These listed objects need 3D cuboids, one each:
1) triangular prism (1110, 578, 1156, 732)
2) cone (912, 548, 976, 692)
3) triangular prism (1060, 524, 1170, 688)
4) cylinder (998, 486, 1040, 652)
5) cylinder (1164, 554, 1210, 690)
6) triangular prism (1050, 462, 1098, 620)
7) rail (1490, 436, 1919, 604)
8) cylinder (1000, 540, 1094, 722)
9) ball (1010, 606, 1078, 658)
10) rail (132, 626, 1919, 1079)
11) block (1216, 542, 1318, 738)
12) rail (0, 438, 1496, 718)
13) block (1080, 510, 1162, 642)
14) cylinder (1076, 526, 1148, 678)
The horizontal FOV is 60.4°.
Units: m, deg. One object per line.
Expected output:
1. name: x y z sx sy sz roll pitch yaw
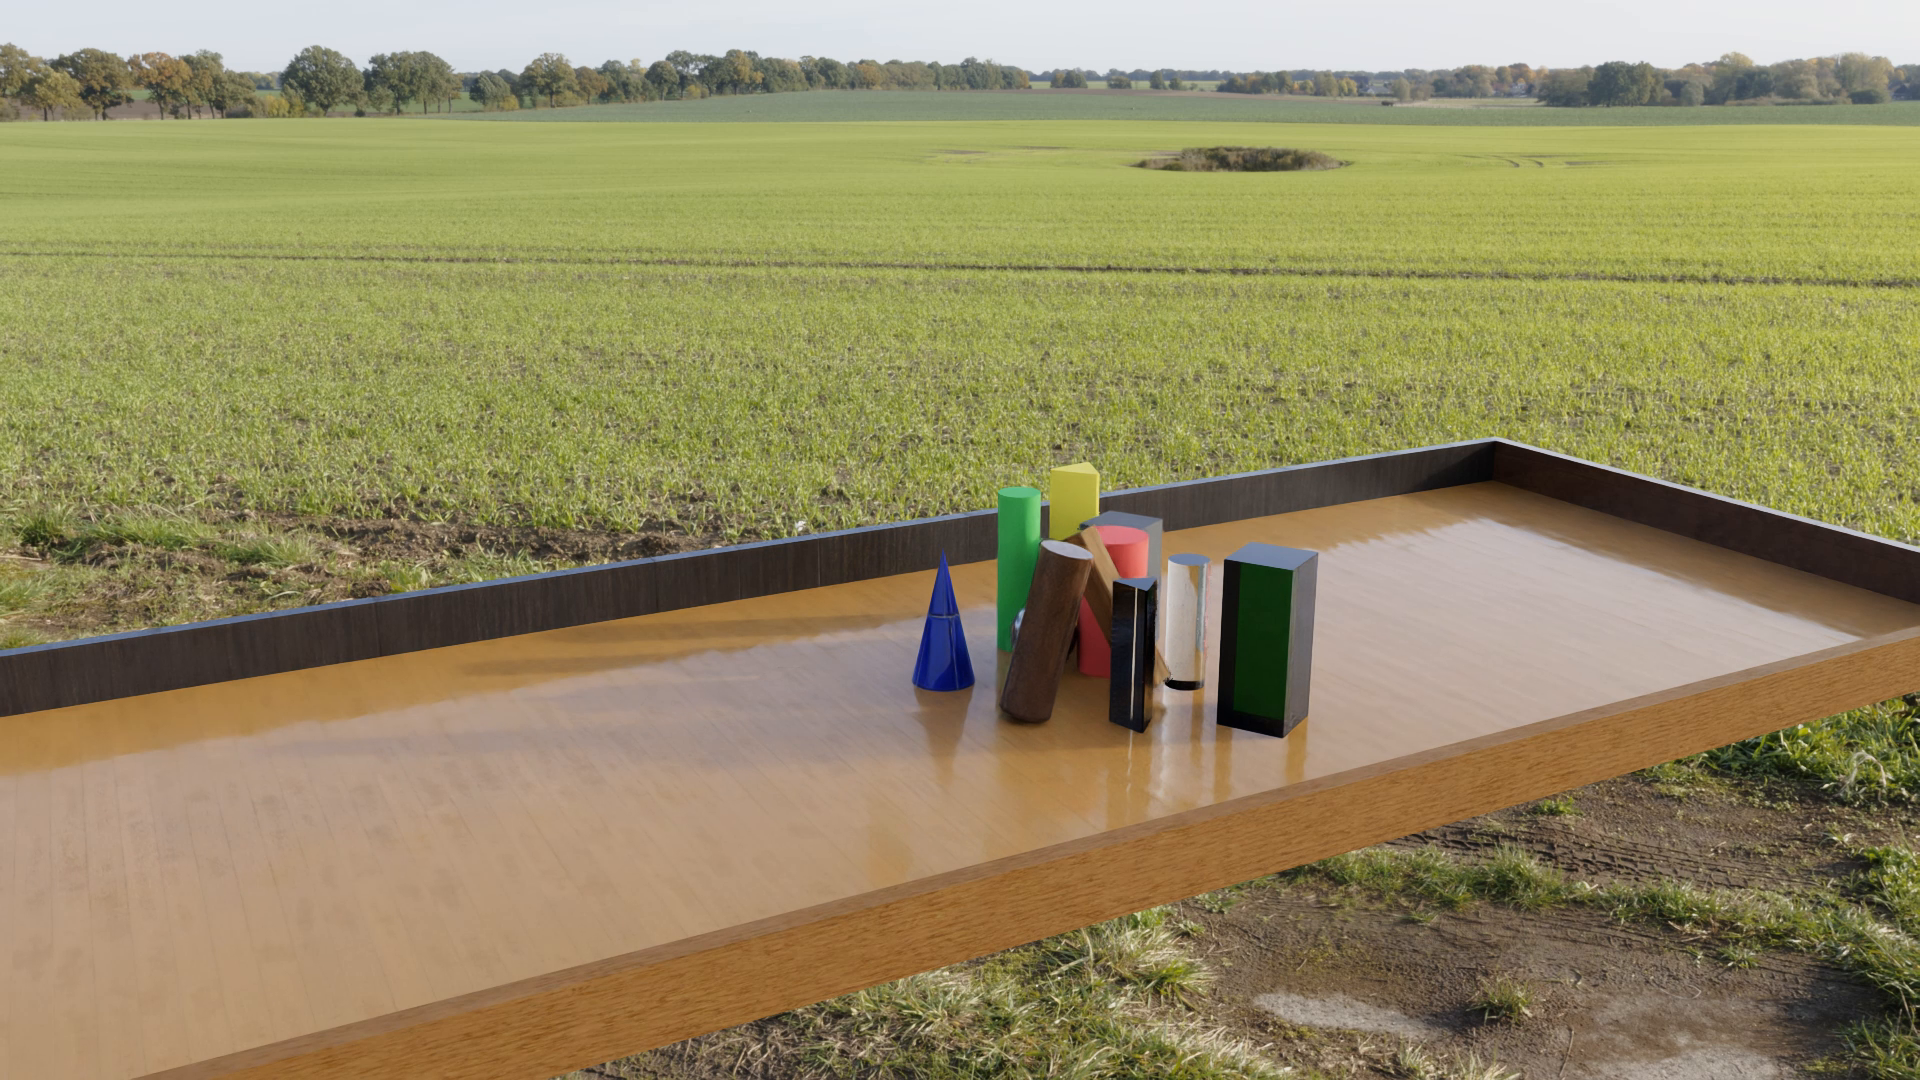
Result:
1. triangular prism: 0.422 0.262 3.845 0.091 0.349 0.105 -14 21 -40
2. cone: -0.041 0.186 4.103 0.160 0.348 0.160 0 16 0
3. triangular prism: 0.391 0.164 4.048 0.087 0.416 0.101 -27 0 -31
4. cylinder: 0.154 0.078 4.342 0.111 0.422 0.111 0 16 0
5. cylinder: 0.562 0.203 4.087 0.102 0.325 0.102 0 16 0
6. triangular prism: 0.334 0.001 4.602 0.138 0.422 0.120 7 18 22
7. rail: 2.466 -0.048 5.253 0.050 0.150 2.100 -9 18 -27
8. cylinder: 0.202 0.214 3.868 0.124 0.410 0.124 13 15 -4
9. ball: 0.215 0.242 4.228 0.171 0.171 0.171 0 16 0
10. rail: -2.336 1.006 1.665 12.000 0.150 0.050 -9 18 -27
11. block: 0.717 0.231 3.850 0.165 0.406 0.165 10 19 30
12. rail: -3.305 0.497 3.399 12.000 0.150 0.050 -9 18 -27
13. block: 0.424 0.113 4.368 0.159 0.338 0.159 10 19 33
14. cylinder: 0.387 0.156 4.196 0.171 0.352 0.171 1 16 0
